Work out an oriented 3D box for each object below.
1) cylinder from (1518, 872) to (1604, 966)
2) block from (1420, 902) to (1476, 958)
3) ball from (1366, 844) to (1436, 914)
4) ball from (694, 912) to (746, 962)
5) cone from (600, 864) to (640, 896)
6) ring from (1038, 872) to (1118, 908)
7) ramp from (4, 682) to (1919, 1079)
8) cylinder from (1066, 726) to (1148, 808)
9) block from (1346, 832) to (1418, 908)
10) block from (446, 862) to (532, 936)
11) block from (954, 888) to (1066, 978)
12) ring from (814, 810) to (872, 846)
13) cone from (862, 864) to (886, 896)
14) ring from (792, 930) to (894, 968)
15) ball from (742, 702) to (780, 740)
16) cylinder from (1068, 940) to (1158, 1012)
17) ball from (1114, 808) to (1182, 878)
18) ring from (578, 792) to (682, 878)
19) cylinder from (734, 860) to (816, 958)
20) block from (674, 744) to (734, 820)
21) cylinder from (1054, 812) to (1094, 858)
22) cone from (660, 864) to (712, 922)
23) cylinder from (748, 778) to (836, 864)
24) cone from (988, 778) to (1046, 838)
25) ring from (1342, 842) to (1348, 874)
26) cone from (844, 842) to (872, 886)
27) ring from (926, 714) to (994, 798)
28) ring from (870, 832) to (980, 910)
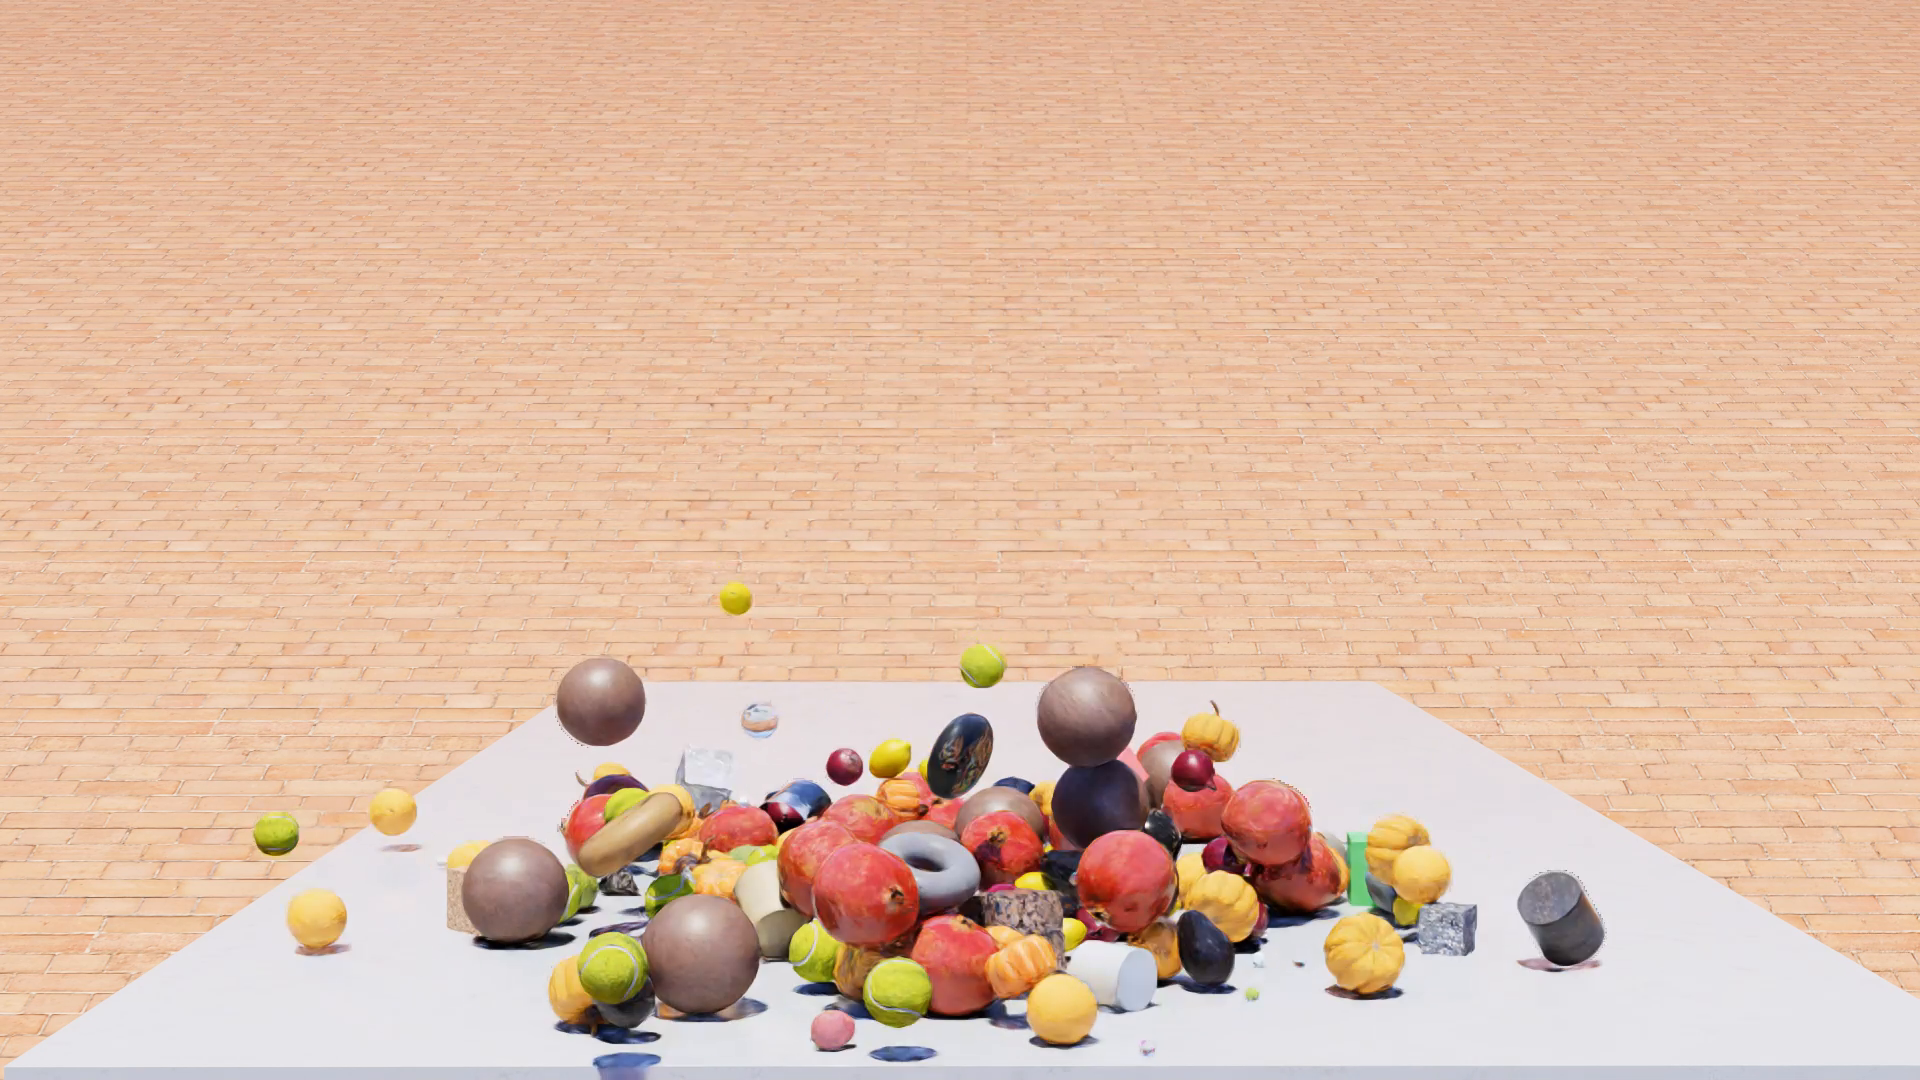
[{"bbox_3d":[0.702,0.443,3.010,0.077,0.077,0.077,-25,31,16],"label":"cylinder"},{"bbox_3d":[0.588,0.469,3.104,0.054,0.054,0.054,1,3,27],"label":"block"},{"bbox_3d":[0.573,0.441,3.346,0.091,0.091,0.091,0,23,0],"label":"ball"},{"bbox_3d":[-0.284,0.469,3.042,0.060,0.060,0.060,0,23,0],"label":"ball"},{"bbox_3d":[-0.452,0.469,3.492,0.053,0.053,0.053,31,35,24],"label":"cone"},{"bbox_3d":[0.158,0.466,3.428,0.108,0.036,0.108,0,1,0],"label":"ring"},{"bbox_3d":[0.054,0.489,4.541,2.000,0.100,4.000,0,2,0],"label":"ramp"},{"bbox_3d":[0.227,0.350,3.970,0.093,0.093,0.093,-33,1,1],"label":"cylinder"},{"bbox_3d":[0.563,0.439,3.436,0.087,0.087,0.087,0,2,5],"label":"block"},{"bbox_3d":[-0.594,0.453,3.250,0.076,0.076,0.076,2,3,44],"label":"block"},{"bbox_3d":[0.056,0.451,2.957,0.091,0.091,0.091,-1,-5,-32],"label":"block"},{"bbox_3d":[-0.199,0.442,3.944,0.127,0.042,0.127,1,3,0],"label":"ring"},{"bbox_3d":[-0.066,0.462,3.455,0.092,0.092,0.092,33,37,30],"label":"cone"},{"bbox_3d":[-0.136,0.477,3.008,0.118,0.039,0.118,-1,-6,0],"label":"ring"},{"bbox_3d":[-0.289,0.261,3.728,0.055,0.055,0.055,0,23,0],"label":"ball"},{"bbox_3d":[0.166,0.474,2.799,0.069,0.069,0.069,2,19,44],"label":"cylinder"},{"bbox_3d":[0.255,0.411,3.499,0.093,0.093,0.093,0,23,0],"label":"ball"},{"bbox_3d":[-0.407,0.364,3.179,0.146,0.049,0.146,-35,4,2],"label":"ring"},{"bbox_3d":[-0.221,0.440,3.070,0.082,0.082,0.082,-7,39,-16],"label":"cylinder"},{"bbox_3d":[-0.409,0.387,4.113,0.078,0.078,0.078,10,44,-13],"label":"block"},{"bbox_3d":[0.169,0.438,3.823,0.059,0.059,0.059,1,2,2],"label":"cylinder"},{"bbox_3d":[-0.353,0.452,3.323,0.071,0.071,0.071,0,2,0],"label":"cone"},{"bbox_3d":[-0.242,0.406,3.725,0.093,0.093,0.093,11,30,24],"label":"cylinder"},{"bbox_3d":[0.076,0.438,4.027,0.097,0.097,0.097,7,31,16],"label":"cone"},{"bbox_3d":[0.550,0.456,3.686,0.104,0.035,0.104,-1,2,0],"label":"ring"},{"bbox_3d":[-0.133,0.448,3.587,0.058,0.058,0.058,0,2,0],"label":"cone"},{"bbox_3d":[0.000,0.270,3.217,0.039,0.116,0.116,26,33,28],"label":"ring"},{"bbox_3d":[-0.039,0.370,2.882,0.126,0.042,0.126,8,23,-4],"label":"ring"}]
